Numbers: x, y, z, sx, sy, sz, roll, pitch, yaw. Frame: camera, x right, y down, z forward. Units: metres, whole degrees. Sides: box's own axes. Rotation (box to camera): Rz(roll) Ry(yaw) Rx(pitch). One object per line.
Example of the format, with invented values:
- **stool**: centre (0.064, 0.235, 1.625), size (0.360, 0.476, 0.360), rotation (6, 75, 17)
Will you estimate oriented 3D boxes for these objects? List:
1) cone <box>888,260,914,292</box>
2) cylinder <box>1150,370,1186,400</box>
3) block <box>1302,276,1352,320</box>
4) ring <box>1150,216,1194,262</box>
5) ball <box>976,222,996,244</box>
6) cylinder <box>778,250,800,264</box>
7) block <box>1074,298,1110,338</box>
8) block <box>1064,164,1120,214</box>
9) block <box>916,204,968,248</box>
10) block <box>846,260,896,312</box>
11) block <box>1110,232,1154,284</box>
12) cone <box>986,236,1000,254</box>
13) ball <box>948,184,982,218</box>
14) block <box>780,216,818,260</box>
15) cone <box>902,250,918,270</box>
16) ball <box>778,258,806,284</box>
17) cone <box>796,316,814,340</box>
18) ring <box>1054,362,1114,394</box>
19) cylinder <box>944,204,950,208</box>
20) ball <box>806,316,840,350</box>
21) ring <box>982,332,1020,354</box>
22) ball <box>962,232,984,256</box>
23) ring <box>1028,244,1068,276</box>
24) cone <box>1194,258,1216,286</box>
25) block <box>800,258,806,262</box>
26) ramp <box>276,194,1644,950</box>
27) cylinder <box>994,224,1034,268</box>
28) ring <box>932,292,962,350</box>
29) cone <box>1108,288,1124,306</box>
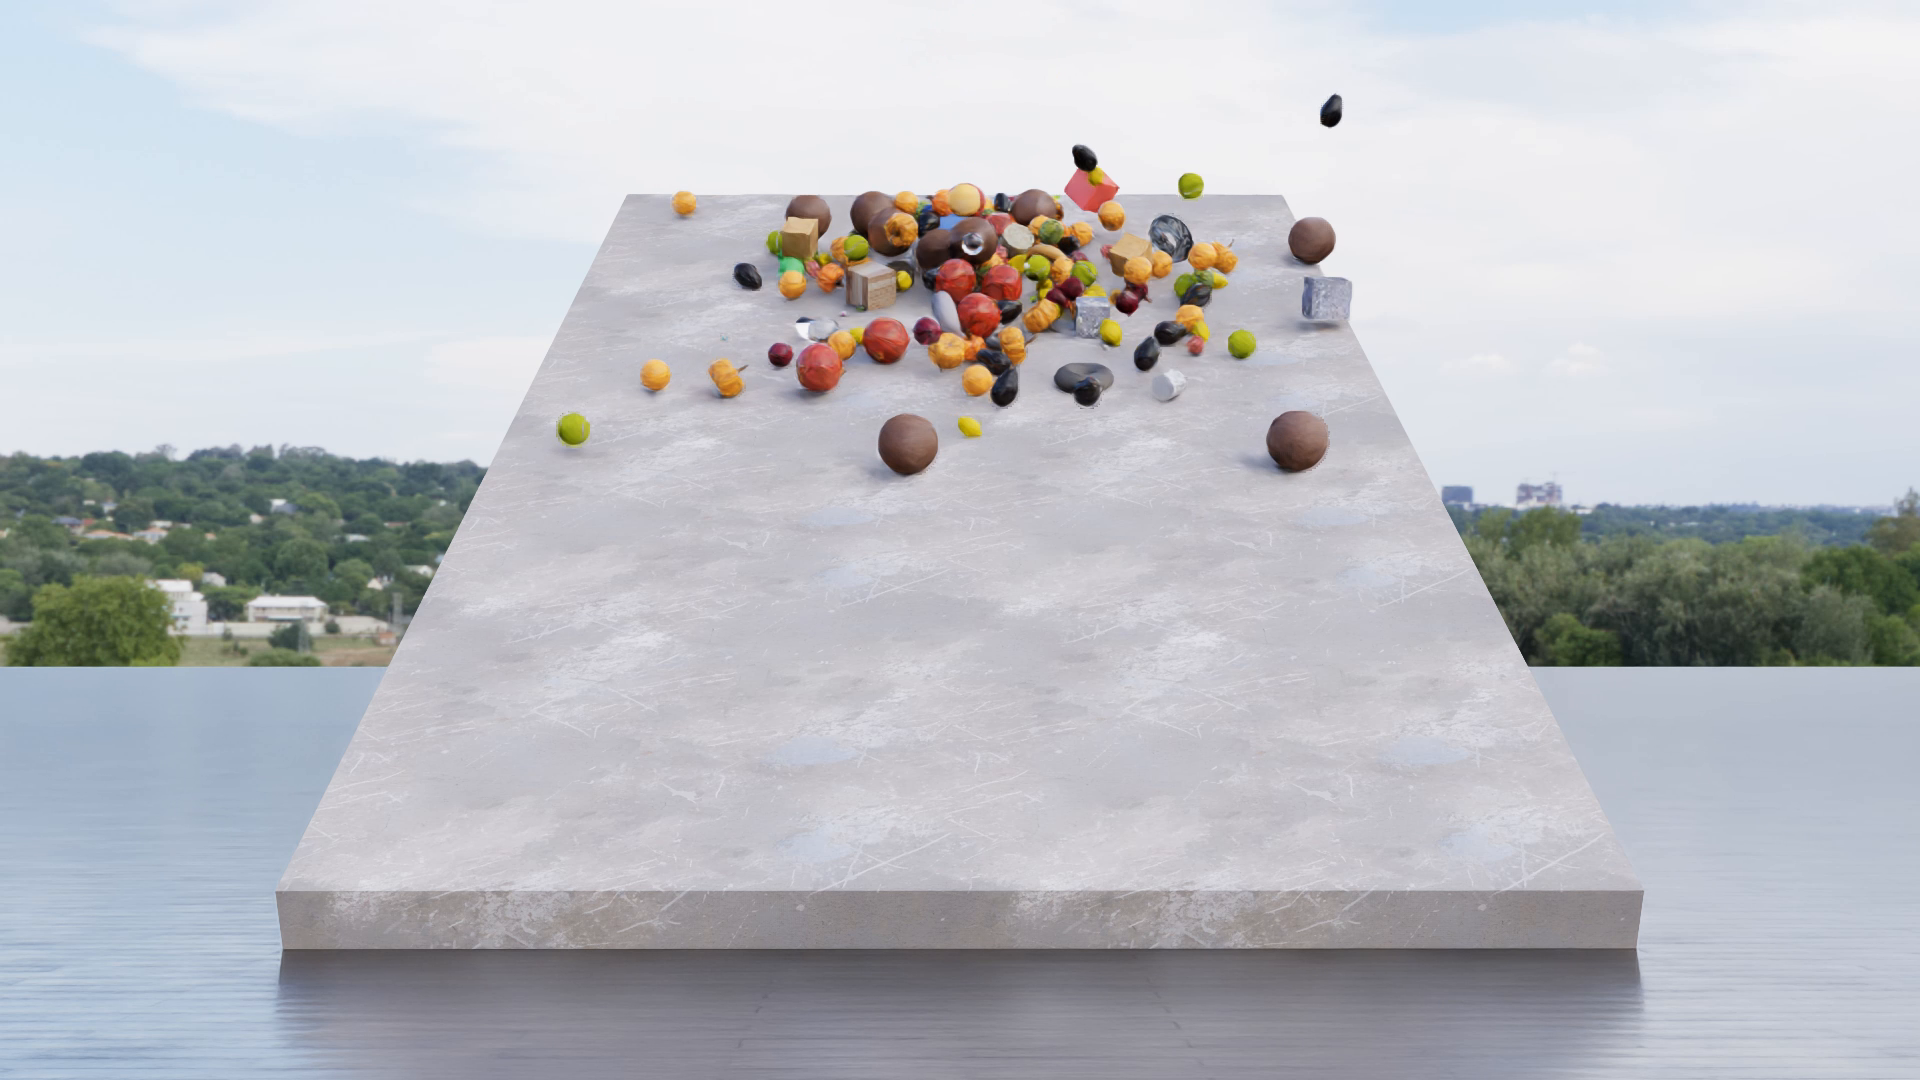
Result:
- **cone**: centre (-0.171, -0.699, 6.150), size (0.086, 0.086, 0.086), rotation (1, 4, -13)
- **cylinder**: centre (0.481, -0.358, 5.338), size (0.060, 0.060, 0.060), rotation (-2, 16, 33)
- **block**: centre (0.924, -0.610, 5.828), size (0.098, 0.098, 0.098), rotation (1, 13, -7)
- **ring**: centre (0.572, -0.816, 6.263), size (0.046, 0.139, 0.139), rotation (-40, 20, -30)
- **ball**: centre (0.071, -0.842, 6.361), size (0.060, 0.060, 0.060), rotation (0, -3, 0)
- **cylinder**: centre (-0.460, -0.751, 6.255), size (0.057, 0.057, 0.057), rotation (-3, 35, 2)
- **block**: centre (0.331, -0.556, 5.783), size (0.082, 0.082, 0.082), rotation (0, 23, 0)
- **block**: centre (0.375, -0.999, 6.582), size (0.094, 0.094, 0.094), rotation (2, 40, -49)
- **block**: centre (-0.051, -0.870, 6.414), size (0.091, 0.091, 0.091), rotation (19, -7, -35)
- **block**: centre (-0.232, -0.659, 5.998), size (0.091, 0.091, 0.091), rotation (-21, 35, -37)
- **block**: centre (0.454, -0.746, 6.113), size (0.080, 0.080, 0.080), rotation (26, -30, 26)
- **cone**: centre (0.102, -0.819, 6.369), size (0.050, 0.050, 0.050), rotation (20, 24, -10)
- **ball**: centre (0.011, -0.875, 5.962), size (0.086, 0.086, 0.086), rotation (0, -3, 0)
- **block**: centre (-0.430, -0.811, 6.217), size (0.079, 0.079, 0.079), rotation (7, 38, 11)
- **cone**: centre (-0.150, -0.746, 6.235), size (0.057, 0.057, 0.057), rotation (-13, -5, 10)
- **ball**: centre (-0.449, -0.719, 6.176), size (0.070, 0.070, 0.070), rotation (0, -3, 0)
- **cone**: centre (-0.363, -0.535, 5.729), size (0.059, 0.059, 0.059), rotation (-18, -15, 42)
- **ring**: centre (0.291, -0.379, 5.415), size (0.139, 0.046, 0.139), rotation (-1, 22, 0)
- **cylinder**: centre (-0.027, -0.934, 6.684), size (0.057, 0.057, 0.057), rotation (-8, 33, 6)
- **ball**: centre (-0.334, -0.508, 5.667), size (0.081, 0.081, 0.081), rotation (0, -3, 0)
- **ring**: centre (0.102, -0.483, 5.676), size (0.094, 0.031, 0.094), rotation (0, 25, 0)
- **ball**: centre (0.033, -0.764, 5.967), size (0.058, 0.058, 0.058), rotation (0, -3, 0)
- **ring**: centre (0.235, -0.751, 6.217), size (0.117, 0.039, 0.117), rotation (18, -26, 9)
- **cone**: centre (0.641, -0.726, 6.169), size (0.066, 0.066, 0.066), rotation (-24, -14, -6)
- **block**: centre (-0.447, -0.806, 6.393), size (0.057, 0.057, 0.057), rotation (5, 26, 12)
- **ramp**: centre (-0.007, -0.226, 5.238), size (2.000, 0.100, 4.000), rotation (0, 23, 0)
- **cylinder**: centre (0.147, -0.803, 6.310), size (0.086, 0.086, 0.086), rotation (1, -30, -20)
- **ring**: centre (-0.033, -0.537, 5.649), size (0.049, 0.146, 0.146), rotation (-14, -2, -6)
- **cone**: centre (0.395, -0.622, 6.014), size (0.050, 0.050, 0.050), rotation (-30, -3, -1)
